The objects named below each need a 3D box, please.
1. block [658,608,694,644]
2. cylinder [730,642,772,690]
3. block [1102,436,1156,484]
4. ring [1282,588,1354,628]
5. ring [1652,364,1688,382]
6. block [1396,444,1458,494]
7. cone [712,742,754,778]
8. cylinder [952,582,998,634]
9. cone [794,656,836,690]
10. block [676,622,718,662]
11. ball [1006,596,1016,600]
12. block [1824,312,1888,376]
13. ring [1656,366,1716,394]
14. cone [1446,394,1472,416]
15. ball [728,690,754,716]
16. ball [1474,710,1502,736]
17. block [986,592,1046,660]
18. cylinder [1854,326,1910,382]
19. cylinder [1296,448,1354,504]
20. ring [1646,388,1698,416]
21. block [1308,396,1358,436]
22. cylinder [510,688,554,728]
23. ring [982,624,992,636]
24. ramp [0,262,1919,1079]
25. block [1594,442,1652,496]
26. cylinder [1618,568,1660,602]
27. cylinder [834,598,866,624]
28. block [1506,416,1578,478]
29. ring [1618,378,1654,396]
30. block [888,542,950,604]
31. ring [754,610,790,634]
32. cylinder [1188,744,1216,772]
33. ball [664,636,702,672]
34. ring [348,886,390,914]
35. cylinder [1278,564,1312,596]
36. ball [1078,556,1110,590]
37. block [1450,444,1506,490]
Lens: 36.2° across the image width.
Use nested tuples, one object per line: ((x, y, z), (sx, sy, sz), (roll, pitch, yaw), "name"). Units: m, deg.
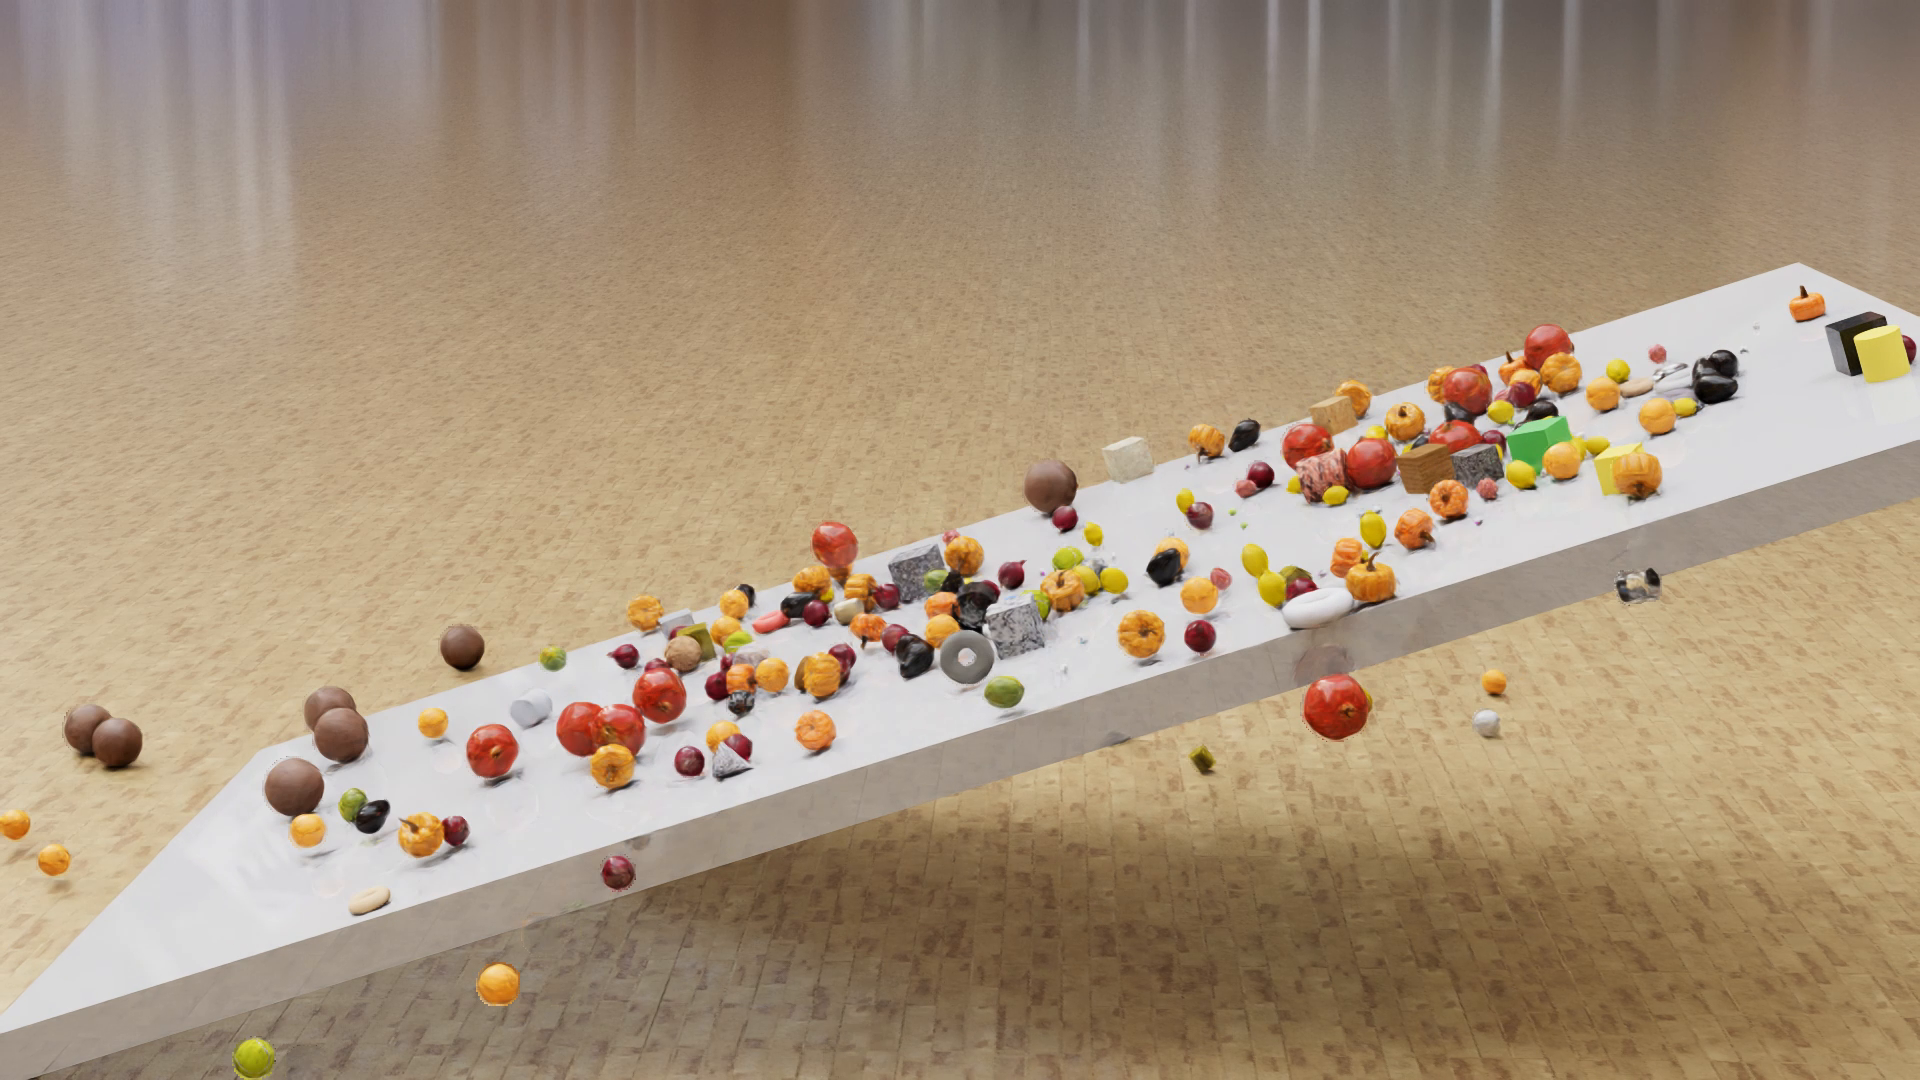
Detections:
((-0.665, 0.214, 6.978), (0.076, 0.076, 0.076), (-20, 11, -6), "block")
((-0.446, 0.270, 6.295), (0.083, 0.083, 0.083), (0, 10, -1), "cylinder")
((0.412, -0.196, 7.195), (0.086, 0.086, 0.086), (-22, 11, -16), "block")
((0.644, 0.122, 5.292), (0.132, 0.044, 0.132), (-17, 10, 3), "ring")
((1.519, -0.357, 6.282), (0.079, 0.026, 0.079), (-17, 10, 3), "ring")
((0.956, -0.145, 6.023), (0.080, 0.080, 0.080), (-22, 11, -19), "block")
((-0.425, 0.427, 5.601), (0.072, 0.072, 0.072), (11, 14, 10), "cone")
((0.031, 0.141, 6.108), (0.092, 0.092, 0.092), (1, 12, 2), "cylinder")
((-0.290, 0.286, 6.083), (0.077, 0.077, 0.077), (17, 18, 23), "cone")
((-0.605, 0.239, 6.758), (0.073, 0.073, 0.073), (-19, 11, -2), "block")
((0.112, 0.141, 6.070), (0.053, 0.053, 0.053), (0, 12, 0), "ball")
((1.778, -0.388, 5.807), (0.095, 0.095, 0.095), (-18, 11, 2), "block")
((1.505, -0.325, 6.097), (0.126, 0.042, 0.126), (-22, 10, 4), "ring")
((1.133, -0.302, 6.666), (0.056, 0.056, 0.056), (9, 13, 5), "cone")
((-0.451, 0.335, 6.054), (0.055, 0.055, 0.055), (0, 12, 0), "ball")
((1.423, 0.495, 7.938), (0.072, 0.072, 0.072), (0, 12, 0), "ball")
((0.111, 0.170, 5.827), (0.093, 0.093, 0.093), (-17, 11, 8), "block")
((1.780, -0.359, 5.679), (0.087, 0.087, 0.087), (-18, 11, 3), "cylinder")
((0.776, -0.136, 6.240), (0.095, 0.095, 0.095), (-15, 7, 20), "cylinder")
((1.449, -0.279, 5.983), (0.106, 0.035, 0.106), (-17, 11, 3), "ring")
((0.879, -0.292, 6.922), (0.072, 0.072, 0.072), (-23, 12, -24), "block")
((-0.971, 0.381, 6.664), (0.070, 0.070, 0.070), (7, 34, 30), "cylinder")
((0.085, 0.176, 6.020), (0.081, 0.027, 0.081), (-16, 10, 3), "ring")
((0.103, 0.182, 6.308), (4.000, 0.100, 2.000), (-18, 11, 5), "ramp")
((1.239, -0.133, 5.497), (0.071, 0.071, 0.071), (-10, 13, 37), "block")
((1.170, 0.079, 5.069), (0.053, 0.053, 0.053), (-11, 1, 45), "cylinder")
((-0.247, 0.160, 6.604), (0.052, 0.052, 0.052), (-15, 7, 19), "cylinder")
((1.158, -0.185, 5.851), (0.089, 0.089, 0.089), (-9, 14, 42), "block")
((1.439, -0.325, 6.260), (0.077, 0.026, 0.077), (-18, 12, 4), "ring")
((-0.093, 0.075, 6.653), (0.096, 0.096, 0.096), (-15, 11, 19), "block")
((-0.437, 0.190, 6.837), (0.093, 0.031, 0.093), (-19, 10, 4), "ring")
((0.626, 0.565, 7.599), (0.052, 0.052, 0.052), (-37, 7, 6), "cylinder")
((-0.627, 0.258, 6.672), (0.083, 0.083, 0.083), (0, 12, 0), "ball")
((-1.108, 0.675, 5.518), (0.084, 0.028, 0.084), (-21, 12, 5), "ring")
((0.629, 0.077, 5.521), (0.054, 0.054, 0.054), (-2, 8, -11), "cylinder")
((0.278, 0.069, 6.120), (0.068, 0.068, 0.068), (0, 12, 0), "ball")
((1.042, -0.149, 5.920), (0.069, 0.069, 0.069), (-22, 11, -16), "block")
